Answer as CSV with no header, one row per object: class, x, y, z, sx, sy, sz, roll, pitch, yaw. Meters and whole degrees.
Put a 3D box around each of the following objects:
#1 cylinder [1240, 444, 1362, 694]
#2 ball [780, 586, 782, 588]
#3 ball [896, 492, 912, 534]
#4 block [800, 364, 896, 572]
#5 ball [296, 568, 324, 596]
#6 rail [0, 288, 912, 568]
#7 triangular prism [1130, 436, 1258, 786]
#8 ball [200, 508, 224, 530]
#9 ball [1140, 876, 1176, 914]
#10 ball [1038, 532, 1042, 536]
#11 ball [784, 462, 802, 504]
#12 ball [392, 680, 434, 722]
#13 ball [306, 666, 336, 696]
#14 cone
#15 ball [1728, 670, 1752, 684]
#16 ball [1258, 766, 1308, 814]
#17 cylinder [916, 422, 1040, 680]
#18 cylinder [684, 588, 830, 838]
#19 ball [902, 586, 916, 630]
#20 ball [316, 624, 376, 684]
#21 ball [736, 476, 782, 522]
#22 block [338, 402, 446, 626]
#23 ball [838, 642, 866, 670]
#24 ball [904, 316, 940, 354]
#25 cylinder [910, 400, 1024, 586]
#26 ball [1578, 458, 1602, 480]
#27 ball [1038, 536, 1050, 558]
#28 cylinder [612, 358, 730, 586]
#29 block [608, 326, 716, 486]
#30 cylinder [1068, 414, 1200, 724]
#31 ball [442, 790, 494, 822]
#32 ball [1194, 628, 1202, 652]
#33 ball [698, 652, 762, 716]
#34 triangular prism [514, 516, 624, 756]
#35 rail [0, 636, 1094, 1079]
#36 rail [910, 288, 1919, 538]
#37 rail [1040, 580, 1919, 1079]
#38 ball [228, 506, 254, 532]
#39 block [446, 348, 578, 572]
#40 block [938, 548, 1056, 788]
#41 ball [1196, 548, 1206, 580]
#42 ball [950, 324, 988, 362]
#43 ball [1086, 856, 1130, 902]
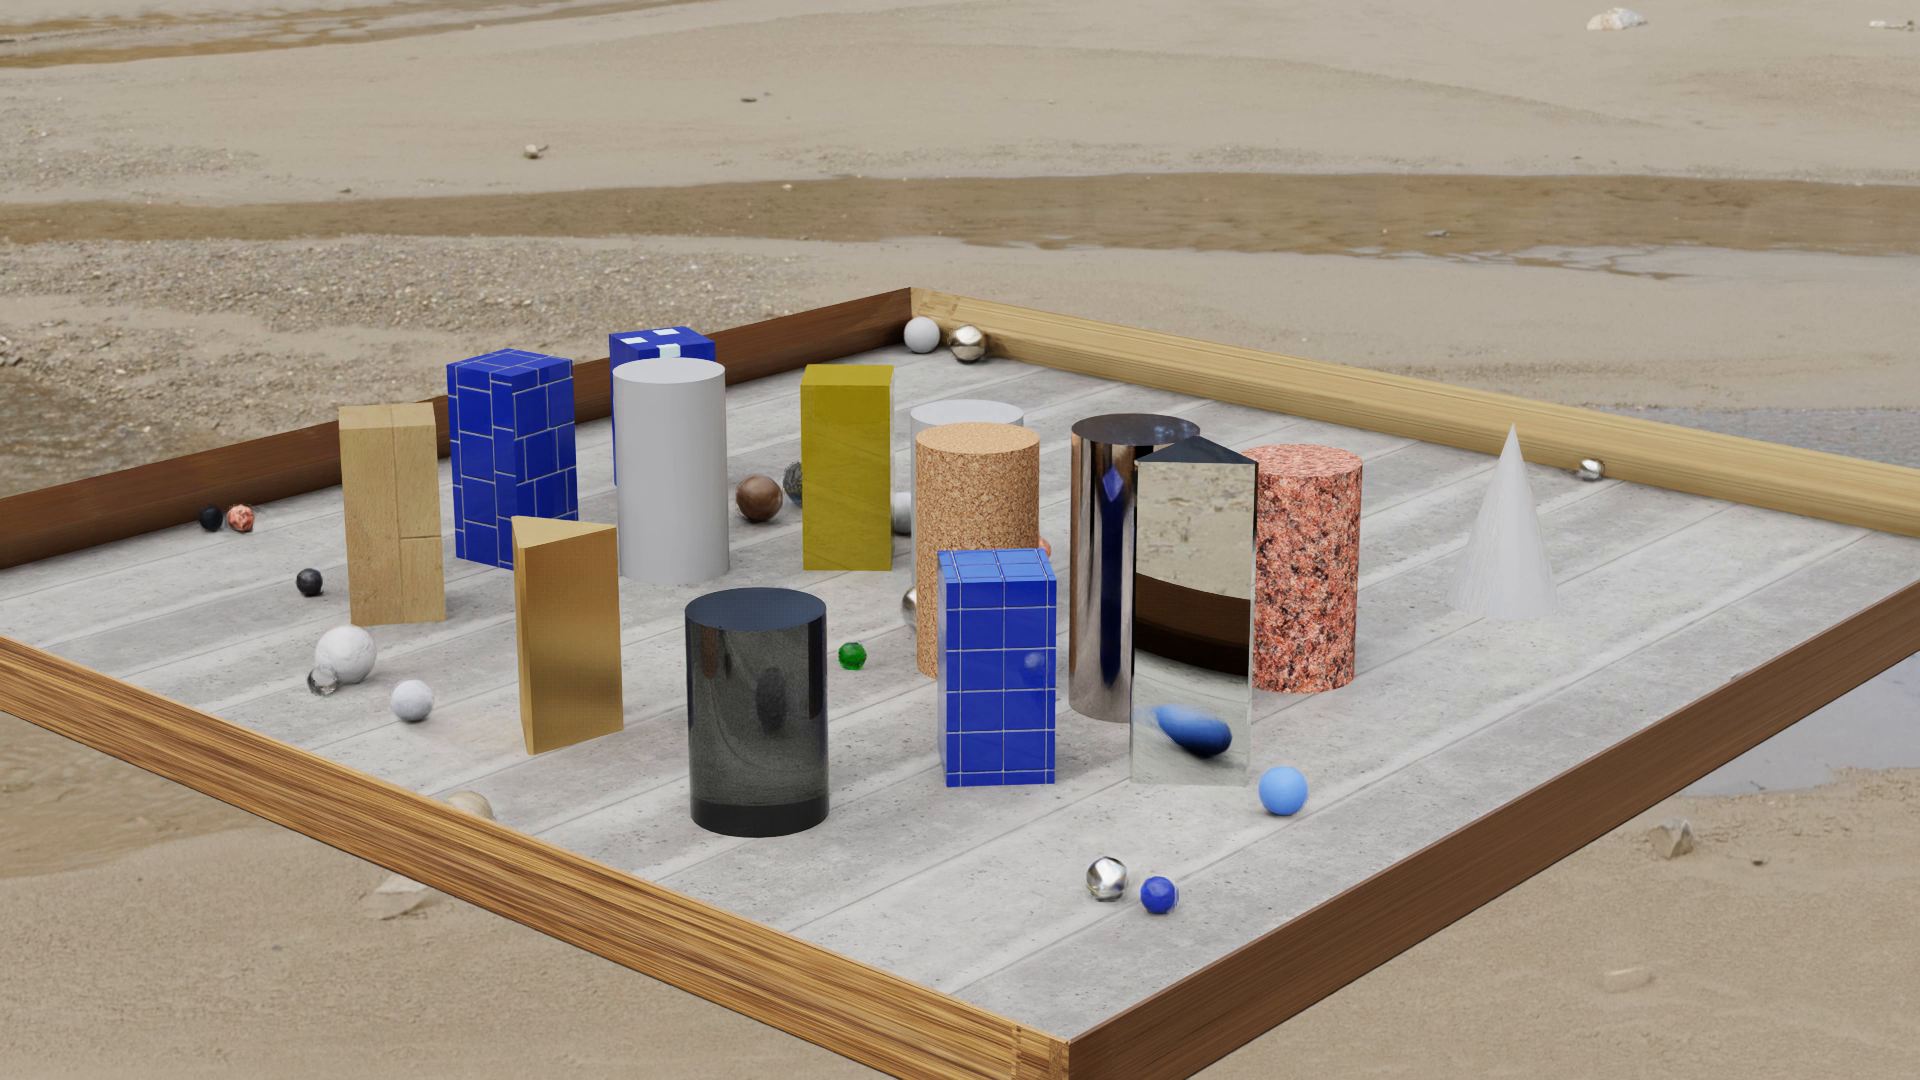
cylinder,0.537,0.044,4.688,0.198,0.357,0.198,0,17,0
ball,-0.308,0.101,5.048,0.040,0.040,0.040,0,17,0
ball,-0.106,-0.051,5.489,0.078,0.078,0.078,0,17,0
block,-0.201,-0.132,5.296,0.158,0.343,0.158,0,17,2
ball,-1.139,0.073,5.129,0.047,0.047,0.047,0,17,0
rail,-1.038,-0.228,5.983,0.045,0.128,2.860,14,22,39
triangular prism,0.339,0.102,4.273,0.171,0.486,0.148,1,17,4
ball,-1.406,-0.039,5.507,0.044,0.044,0.044,0,17,0
ball,0.259,0.464,3.831,0.048,0.048,0.048,0,17,0
ball,0.108,-0.011,5.351,0.080,0.080,0.080,0,17,0
ball,-0.301,-0.109,5.672,0.083,0.083,0.083,0,17,0
ball,-0.843,0.248,4.518,0.065,0.065,0.065,0,17,0
ball,-1.009,0.223,4.633,0.047,0.047,0.047,0,17,0
cone,0.944,-0.047,5.049,0.198,0.322,0.198,0,17,0
ball,1.224,0.237,4.541,0.072,0.072,0.072,0,17,0
ball,0.457,0.355,4.155,0.070,0.070,0.070,0,17,0
cylinder,0.028,0.020,4.724,0.198,0.382,0.198,0,17,0
cylinder,-0.285,0.241,4.128,0.198,0.303,0.198,0,17,0
ball,-0.057,0.114,4.927,0.085,0.085,0.085,0,17,0
ball,-0.980,0.182,4.684,0.095,0.095,0.095,0,17,0
ball,-0.380,-0.079,5.565,0.087,0.087,0.087,0,17,0
block,-0.969,-0.045,5.004,0.158,0.345,0.158,-3,17,-11
ball,-0.175,0.188,4.749,0.047,0.047,0.047,0,17,0
ball,-0.090,-0.483,6.907,0.086,0.086,0.086,0,17,0
cylinder,0.012,-0.074,5.165,0.198,0.308,0.198,0,17,0
ball,1.255,-0.141,5.841,0.047,0.047,0.047,0,17,0
ball,0.137,0.019,5.293,0.055,0.055,0.055,0,17,0
cylinder,-0.514,-0.124,5.229,0.198,0.367,0.198,0,17,0
block,-0.580,-0.246,5.740,0.158,0.306,0.158,-8,19,-26
cylinder,0.269,0.042,4.544,0.198,0.443,0.198,0,17,0
ball,-0.682,0.384,4.046,0.076,0.076,0.076,0,17,0
ball,0.372,0.163,4.821,0.051,0.051,0.051,0,17,0
ball,-0.356,0.222,4.544,0.099,0.099,0.099,0,17,0
triangular prism,-0.628,0.135,4.445,0.171,0.324,0.148,-14,22,-40
rail,-0.922,0.339,4.103,2.797,0.128,0.045,14,22,39
rail,0.922,-0.274,6.137,2.797,0.128,0.045,14,22,39
rail,1.038,0.292,4.257,0.045,0.128,2.860,14,22,39
ball,-1.349,-0.040,5.500,0.050,0.050,0.050,0,17,0
block,-0.808,-0.146,5.313,0.158,0.361,0.158,11,20,33
block,0.052,0.186,4.298,0.158,0.311,0.158,-1,17,-5
ball,0.398,0.040,5.191,0.074,0.074,0.074,0,17,0
ball,0.019,-0.456,6.814,0.088,0.088,0.088,0,17,0
ball,0.195,0.447,3.868,0.058,0.058,0.058,0,17,0
